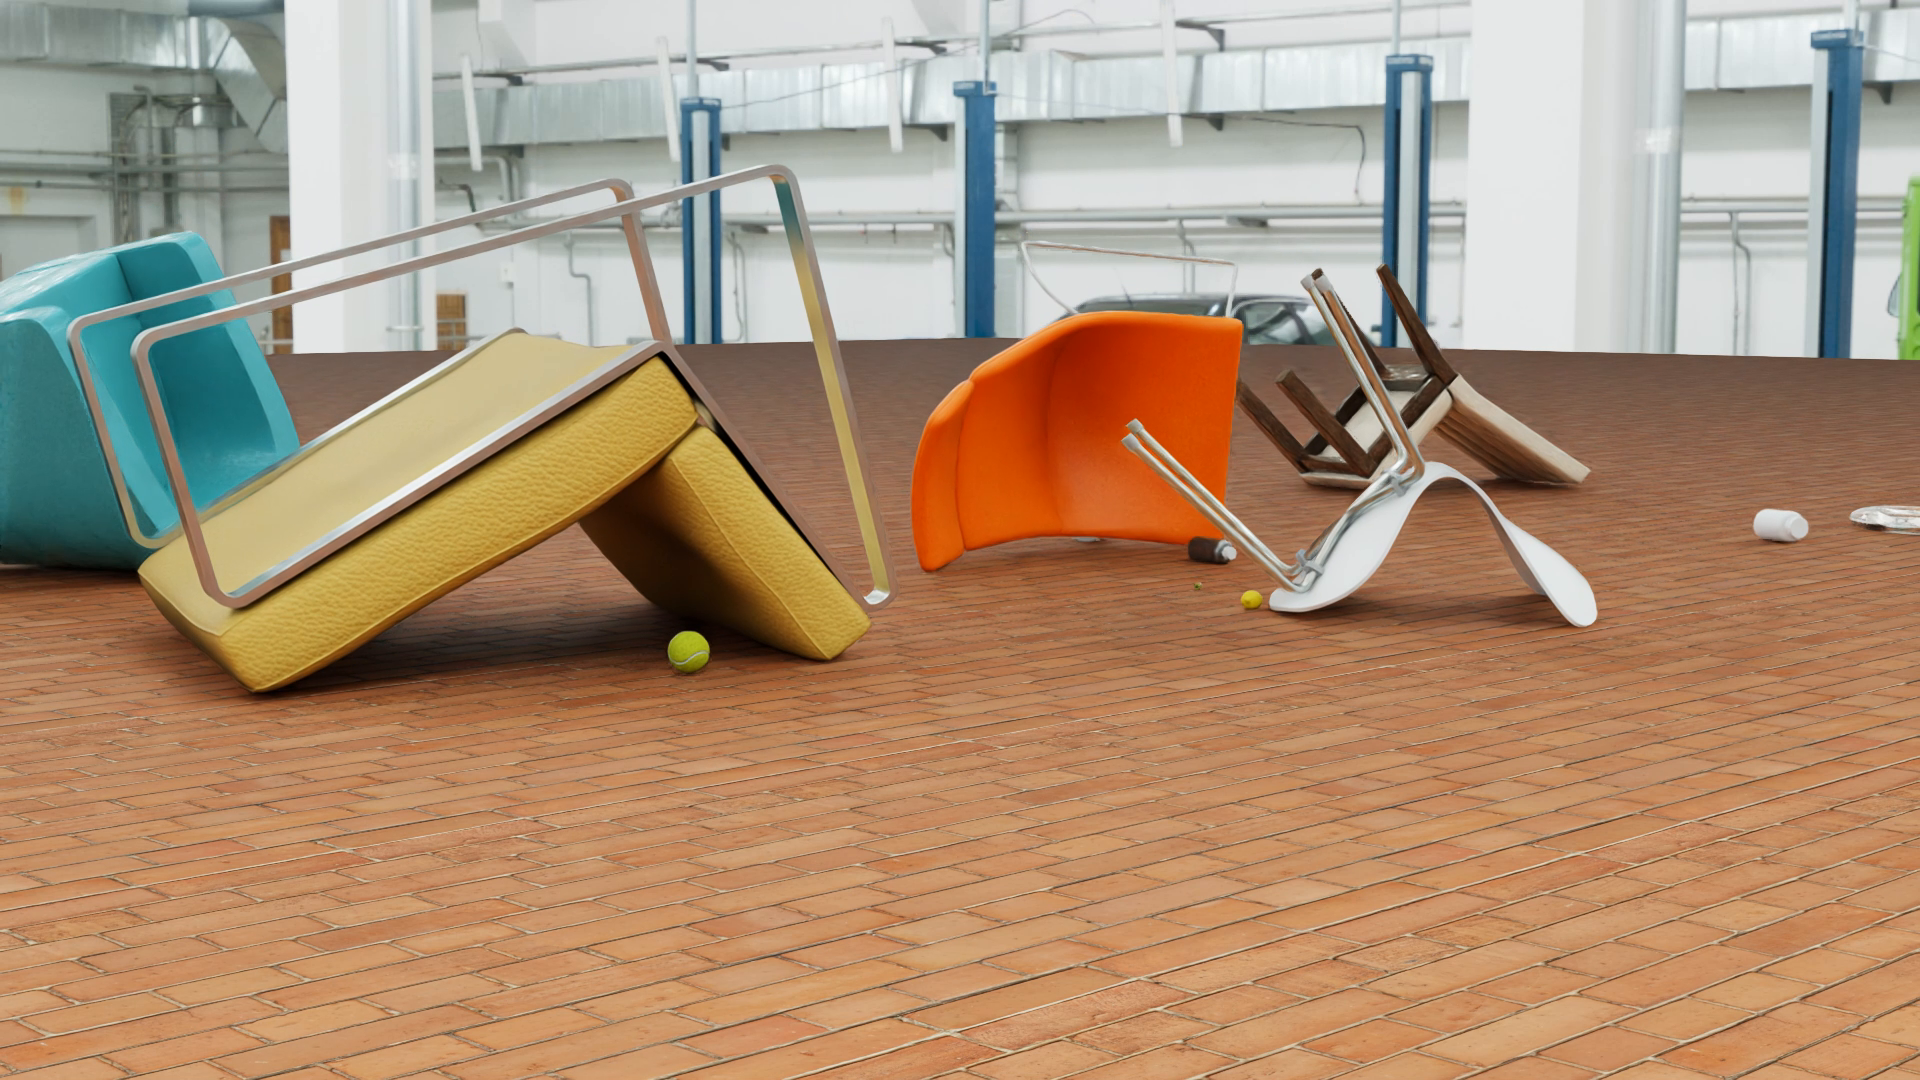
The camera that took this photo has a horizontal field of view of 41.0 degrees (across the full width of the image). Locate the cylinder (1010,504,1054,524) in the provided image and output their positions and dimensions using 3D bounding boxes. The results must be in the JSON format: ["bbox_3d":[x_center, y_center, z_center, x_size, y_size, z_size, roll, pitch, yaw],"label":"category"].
[{"bbox_3d":[0.193,-0.070,6.875,0.081,0.044,0.095,2,6,37],"label":"cylinder"}]

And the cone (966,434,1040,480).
[{"bbox_3d":[0.097,-0.240,8.423,0.260,0.132,0.337,-3,16,18],"label":"cone"}]

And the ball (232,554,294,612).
[{"bbox_3d":[-1.365,0.085,5.025,0.116,0.116,0.116,0,6,0],"label":"ball"}]

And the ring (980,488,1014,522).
[{"bbox_3d":[0.100,-0.091,6.845,0.101,0.083,0.057,-47,15,-15],"label":"ring"}]

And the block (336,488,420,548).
[{"bbox_3d":[-1.440,-0.055,6.345,0.163,0.124,0.199,-3,6,-23],"label":"block"}]

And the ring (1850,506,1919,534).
[{"bbox_3d":[2.465,-0.052,6.660,0.258,0.053,0.363,-2,6,-14],"label":"ring"}]
